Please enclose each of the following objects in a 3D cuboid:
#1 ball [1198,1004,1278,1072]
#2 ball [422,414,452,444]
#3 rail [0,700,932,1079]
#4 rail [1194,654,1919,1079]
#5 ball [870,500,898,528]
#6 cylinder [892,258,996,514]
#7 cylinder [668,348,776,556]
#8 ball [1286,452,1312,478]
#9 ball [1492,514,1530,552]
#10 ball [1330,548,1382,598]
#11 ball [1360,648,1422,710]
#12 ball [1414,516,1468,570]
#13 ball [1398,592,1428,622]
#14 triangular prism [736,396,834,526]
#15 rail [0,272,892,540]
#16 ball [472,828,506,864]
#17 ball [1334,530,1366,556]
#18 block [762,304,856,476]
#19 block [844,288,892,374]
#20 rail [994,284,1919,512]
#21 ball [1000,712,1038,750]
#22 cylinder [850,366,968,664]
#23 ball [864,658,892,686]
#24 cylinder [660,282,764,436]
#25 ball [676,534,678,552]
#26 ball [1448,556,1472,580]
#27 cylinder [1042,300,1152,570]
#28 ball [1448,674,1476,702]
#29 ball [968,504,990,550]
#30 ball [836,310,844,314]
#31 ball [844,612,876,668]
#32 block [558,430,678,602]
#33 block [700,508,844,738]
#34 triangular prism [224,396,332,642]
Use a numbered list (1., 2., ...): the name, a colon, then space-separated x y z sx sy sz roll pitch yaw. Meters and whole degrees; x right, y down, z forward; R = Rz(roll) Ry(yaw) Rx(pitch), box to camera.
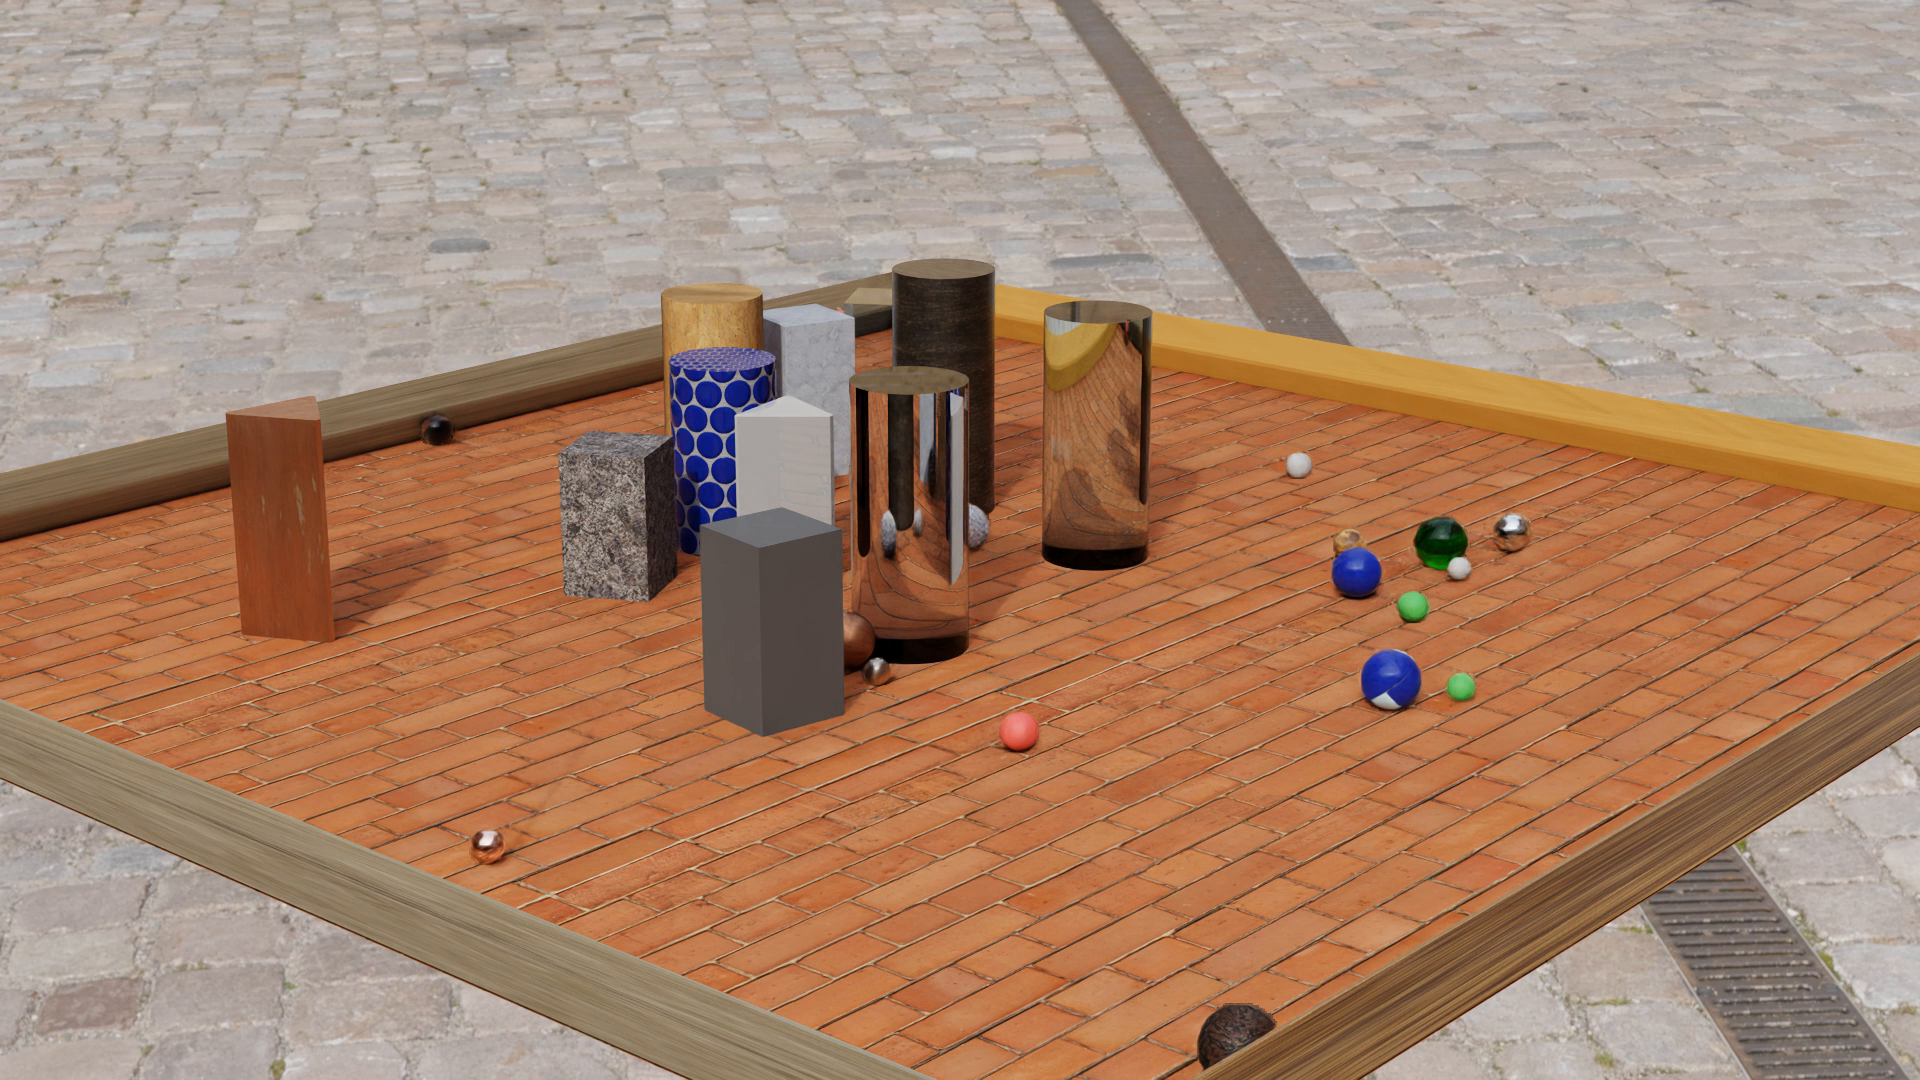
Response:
1. ball: 0.320 0.580 3.355 0.097 0.097 0.097 0 17 0
2. ball: -1.088 -0.230 6.098 0.064 0.064 0.064 0 17 0
3. rail: -1.028 0.374 3.987 3.103 0.126 0.045 14 22 39
4. rail: 1.154 0.321 4.161 0.045 0.126 3.183 14 22 39
5. ball: -0.143 -0.048 5.519 0.052 0.052 0.052 0 17 0
6. cylinder: -0.031 -0.287 5.588 0.195 0.468 0.195 0 17 0
7. cylinder: -0.432 -0.162 5.383 0.195 0.348 0.195 0 17 0
8. ball: 0.677 -0.149 5.849 0.053 0.053 0.053 0 17 0
9. ball: 1.011 -0.014 5.374 0.069 0.069 0.069 0 17 0
10. ball: 0.690 0.057 5.108 0.088 0.088 0.088 0 17 0
11. ball: 0.671 0.217 4.564 0.095 0.095 0.095 0 17 0
12. ball: 0.863 0.005 5.266 0.095 0.095 0.095 0 17 0
13. ball: 0.769 0.114 4.980 0.052 0.052 0.052 0 17 0
14. triangular prism: -0.307 -0.089 5.210 0.168 0.308 0.146 0 17 0
15. rail: -1.154 -0.258 6.079 0.045 0.126 3.183 14 22 39
16. ball: -0.641 0.416 3.987 0.047 0.047 0.047 0 17 0
17. ball: 0.706 0.010 5.312 0.059 0.059 0.059 0 17 0
18. block: -0.316 -0.295 5.873 0.156 0.318 0.156 -10 20 -31
19. block: -0.148 -0.352 6.079 0.156 0.310 0.156 3 17 9
20. rail: 1.028 -0.310 6.253 3.103 0.126 0.045 14 22 39
21. ball: 0.088 0.287 4.396 0.058 0.058 0.058 0 17 0
22. cylinder: -0.082 -0.042 4.803 0.195 0.452 0.195 0 17 0
23. ball: -0.132 0.209 4.676 0.045 0.045 0.045 0 17 0
24. cylinder: -0.476 -0.281 5.681 0.195 0.403 0.195 0 17 0
25. ball: -0.550 0.006 5.276 0.088 0.088 0.088 0 17 0
26. ball: 0.887 0.051 5.204 0.043 0.043 0.043 0 17 0
27. cylinder: 0.246 -0.190 5.292 0.195 0.453 0.195 0 17 0
28. ball: 0.787 0.231 4.604 0.044 0.044 0.044 0 17 0
29. ball: 0.012 -0.025 5.384 0.084 0.084 0.084 0 17 0
30. ball: -0.280 -0.502 6.952 0.092 0.092 0.092 0 17 0
31. ball: -0.183 0.162 4.749 0.093 0.093 0.093 0 17 0
32. block: -0.598 -0.043 5.143 0.156 0.259 0.156 4 17 13
33. block: -0.289 0.124 4.515 0.156 0.301 0.156 -13 21 -37
34. triangular prism: -1.107 -0.039 4.915 0.168 0.382 0.146 5 17 15
